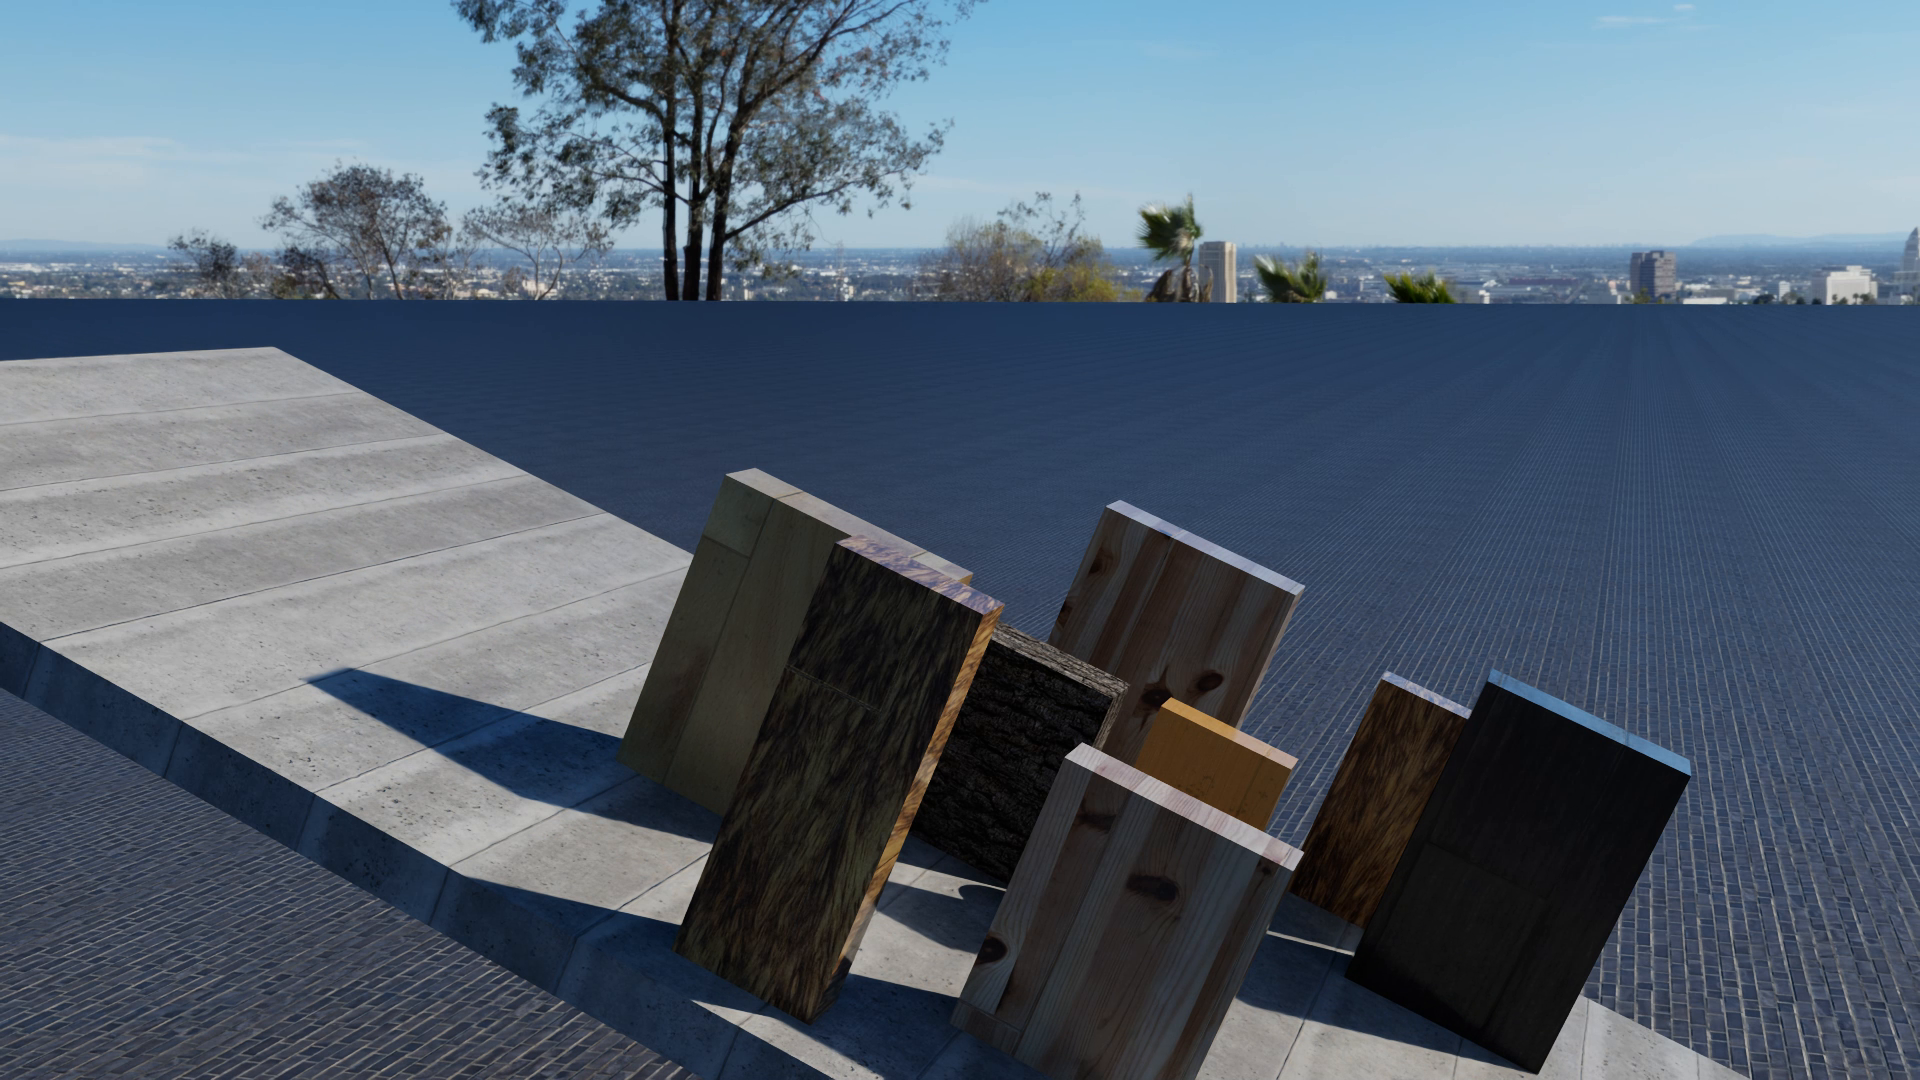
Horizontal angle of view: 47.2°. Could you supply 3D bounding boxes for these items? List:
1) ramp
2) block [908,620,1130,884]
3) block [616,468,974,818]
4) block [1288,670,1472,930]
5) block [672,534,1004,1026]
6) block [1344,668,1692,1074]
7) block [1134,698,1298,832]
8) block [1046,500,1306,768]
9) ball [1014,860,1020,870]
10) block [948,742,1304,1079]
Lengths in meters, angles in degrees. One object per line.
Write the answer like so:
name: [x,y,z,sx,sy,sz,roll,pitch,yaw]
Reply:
ramp: [-0.293,0.511,4.186,4.000,0.100,2.000,26,13,13]
block: [0.049,0.381,4.142,0.393,0.411,0.145,26,13,13]
block: [-0.295,0.225,3.861,0.441,0.560,0.135,26,13,13]
block: [0.983,0.599,4.621,0.427,0.504,0.100,26,13,13]
block: [-0.184,0.355,3.253,0.242,0.681,0.109,26,13,13]
block: [1.077,0.640,4.270,0.406,0.657,0.143,26,13,13]
block: [0.384,0.548,3.894,0.248,0.471,0.084,26,13,13]
block: [0.374,0.301,4.492,0.418,0.641,0.131,26,13,13]
ball: [0.160,0.621,3.994,0.129,0.129,0.129,0,7,0]
block: [0.254,0.616,3.400,0.380,0.473,0.112,26,13,13]
